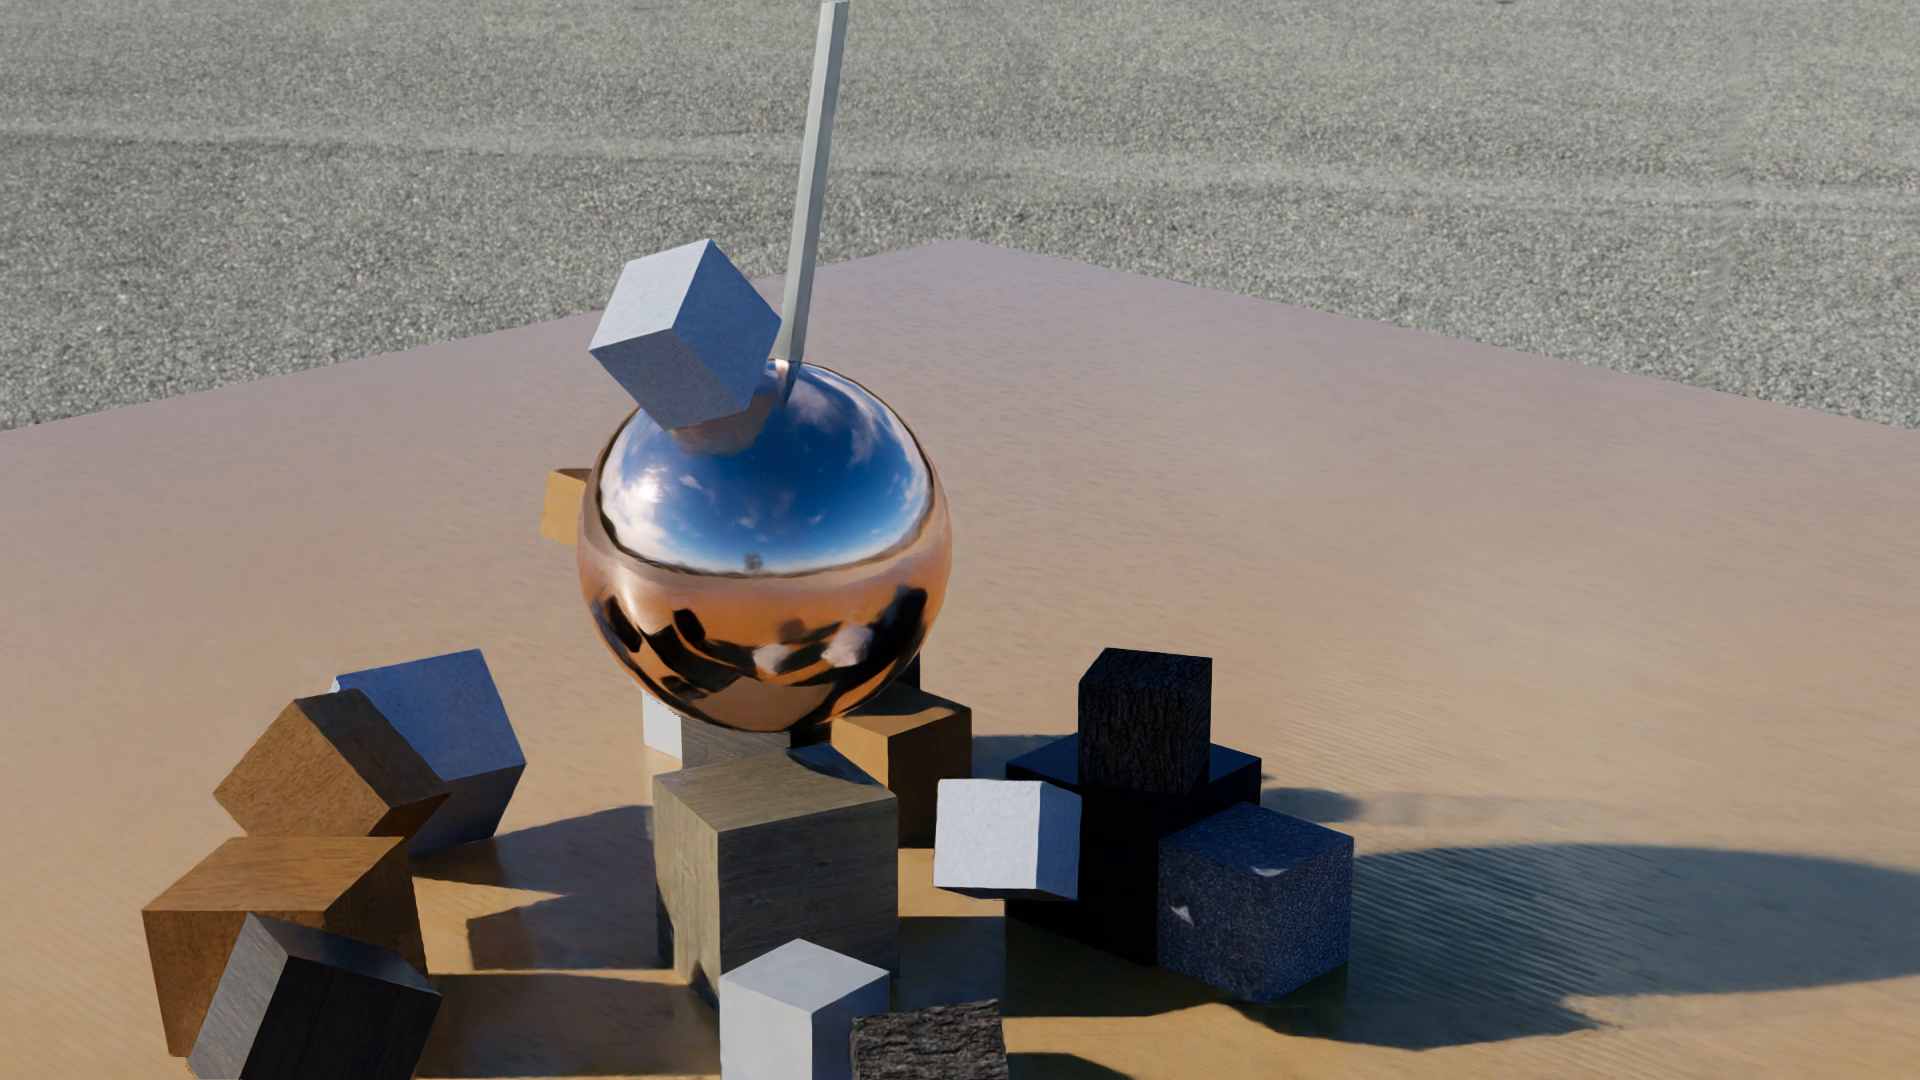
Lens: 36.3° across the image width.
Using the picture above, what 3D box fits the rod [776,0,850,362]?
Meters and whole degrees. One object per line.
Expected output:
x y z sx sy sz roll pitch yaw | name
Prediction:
-0.360 -3.300 11.927 0.080 5.200 0.080 17 13 42 | rod

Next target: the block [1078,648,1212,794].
0.801 0.778 12.676 0.479 0.460 0.465 5 18 16 | block

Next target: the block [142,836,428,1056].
-2.727 1.646 11.913 0.794 0.636 0.754 -2 16 15 | block

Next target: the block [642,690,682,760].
-1.267 0.796 14.934 0.486 0.527 0.509 -17 24 -42 | block

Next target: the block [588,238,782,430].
-1.101 -0.824 11.813 0.443 0.508 0.488 -11 45 35 | block

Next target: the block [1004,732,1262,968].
0.762 1.312 12.955 0.809 0.728 0.785 15 23 39 | block

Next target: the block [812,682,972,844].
-0.324 1.067 14.016 0.544 0.560 0.525 -16 24 -42 | block

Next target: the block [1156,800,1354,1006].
1.255 1.537 12.496 0.584 0.574 0.592 16 23 40 | block

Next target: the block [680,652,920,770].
-0.788 0.793 14.442 0.847 0.828 0.820 -16 24 -42 | block

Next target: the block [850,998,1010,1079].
-0.103 2.013 10.675 0.527 0.509 0.504 -6 -22 -6 | block

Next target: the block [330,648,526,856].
-2.516 1.010 13.556 0.703 0.696 0.634 -11 61 -30 | block

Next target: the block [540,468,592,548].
-1.727 -0.143 13.756 0.318 0.312 0.315 18 13 35 | block

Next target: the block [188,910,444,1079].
-2.423 1.839 11.006 0.634 0.621 0.529 22 0 -31 | block

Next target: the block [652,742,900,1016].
-0.781 1.427 12.422 0.815 0.830 0.694 -9 20 -26 | block

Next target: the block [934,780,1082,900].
0.198 1.221 11.914 0.437 0.431 0.498 -1 -12 21 | block

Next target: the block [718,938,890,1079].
-0.600 1.919 11.394 0.481 0.506 0.456 14 22 37 | block

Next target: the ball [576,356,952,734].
-0.830 0.022 12.478 1.600 1.600 1.600 0 17 0 | ball

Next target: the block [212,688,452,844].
-2.705 1.091 12.656 0.636 0.575 0.547 46 15 11 | block
